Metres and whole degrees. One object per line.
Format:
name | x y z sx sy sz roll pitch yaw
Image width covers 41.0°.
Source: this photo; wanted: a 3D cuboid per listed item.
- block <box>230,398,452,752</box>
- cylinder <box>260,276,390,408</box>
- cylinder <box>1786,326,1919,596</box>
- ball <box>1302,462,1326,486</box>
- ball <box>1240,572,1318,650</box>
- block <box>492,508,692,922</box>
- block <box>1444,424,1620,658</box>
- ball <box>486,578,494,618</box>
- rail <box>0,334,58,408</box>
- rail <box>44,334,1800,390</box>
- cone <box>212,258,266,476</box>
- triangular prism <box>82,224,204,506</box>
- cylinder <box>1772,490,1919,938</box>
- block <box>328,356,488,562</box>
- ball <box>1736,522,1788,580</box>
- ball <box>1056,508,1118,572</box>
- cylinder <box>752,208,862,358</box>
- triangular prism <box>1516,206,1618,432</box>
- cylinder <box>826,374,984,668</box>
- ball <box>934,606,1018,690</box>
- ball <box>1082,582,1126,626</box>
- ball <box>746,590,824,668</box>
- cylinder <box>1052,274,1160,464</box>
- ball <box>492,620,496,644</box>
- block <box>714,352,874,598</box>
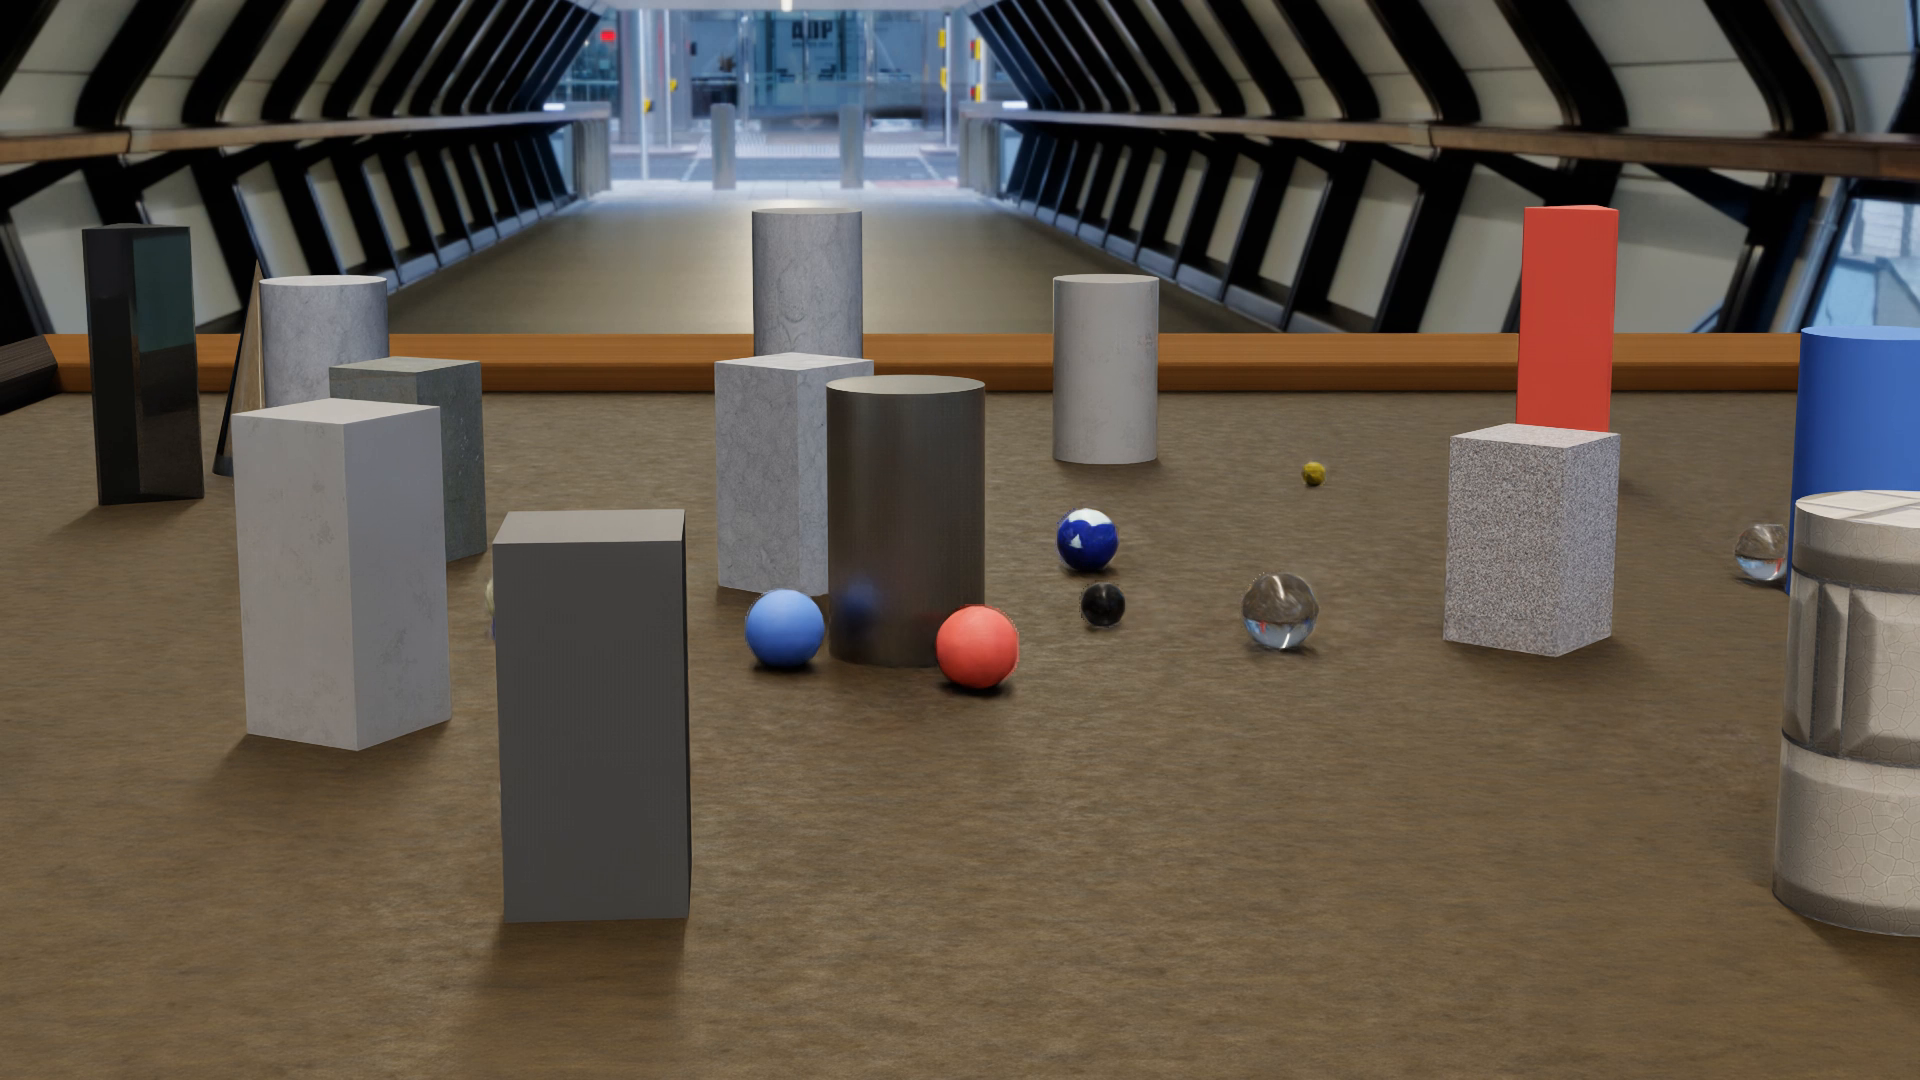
block | -0.680 0.033 2.831 0.157 0.355 0.157 6 12 28
cylinder | -1.011 -0.221 4.108 0.197 0.389 0.197 0 10 0
cylinder | 1.250 -0.103 3.532 0.197 0.367 0.197 0 10 0
ball | 0.619 -0.115 4.490 0.042 0.042 0.042 0 10 0
ball | 0.403 0.089 3.234 0.097 0.097 0.097 0 10 0
block | -0.320 0.151 2.260 0.157 0.332 0.157 -1 11 -5
block | 0.731 -0.004 3.279 0.157 0.263 0.157 8 13 38
ball | -0.579 0.075 3.353 0.081 0.081 0.081 0 10 0
rail | -2.027 0.035 3.437 0.045 0.128 4.774 0 10 0
rail | -0.014 -0.398 5.773 4.102 0.128 0.045 0 10 0
cone | -1.263 -0.318 4.646 0.197 0.384 0.197 0 10 0
triangular prism | -1.395 -0.303 4.355 0.170 0.460 0.148 -5 12 -25
cylinder | 0.820 0.146 2.234 0.197 0.351 0.197 0 10 0
block | -0.822 -0.119 3.831 0.157 0.289 0.157 5 12 25
ball | 1.146 0.017 3.650 0.083 0.083 0.083 0 10 0
ball | 0.185 0.000 3.733 0.091 0.091 0.091 0 10 0
cylinder | -0.274 -0.359 4.630 0.197 0.469 0.197 0 10 0
triangular prism | 1.132 -0.375 4.712 0.170 0.471 0.148 6 12 29
cylinder | -0.067 -0.027 3.201 0.197 0.337 0.197 0 10 0
ball | 0.020 0.127 3.027 0.098 0.098 0.098 0 10 0
ball | 0.188 0.085 3.365 0.058 0.058 0.058 0 10 0
ball | -0.213 0.108 3.135 0.096 0.096 0.096 0 10 0
cylinder | 0.272 -0.322 4.803 0.197 0.335 0.197 0 10 0
ball | -0.534 0.110 3.159 0.084 0.084 0.084 0 10 0
block | -0.232 -0.094 3.617 0.157 0.318 0.157 8 13 38
